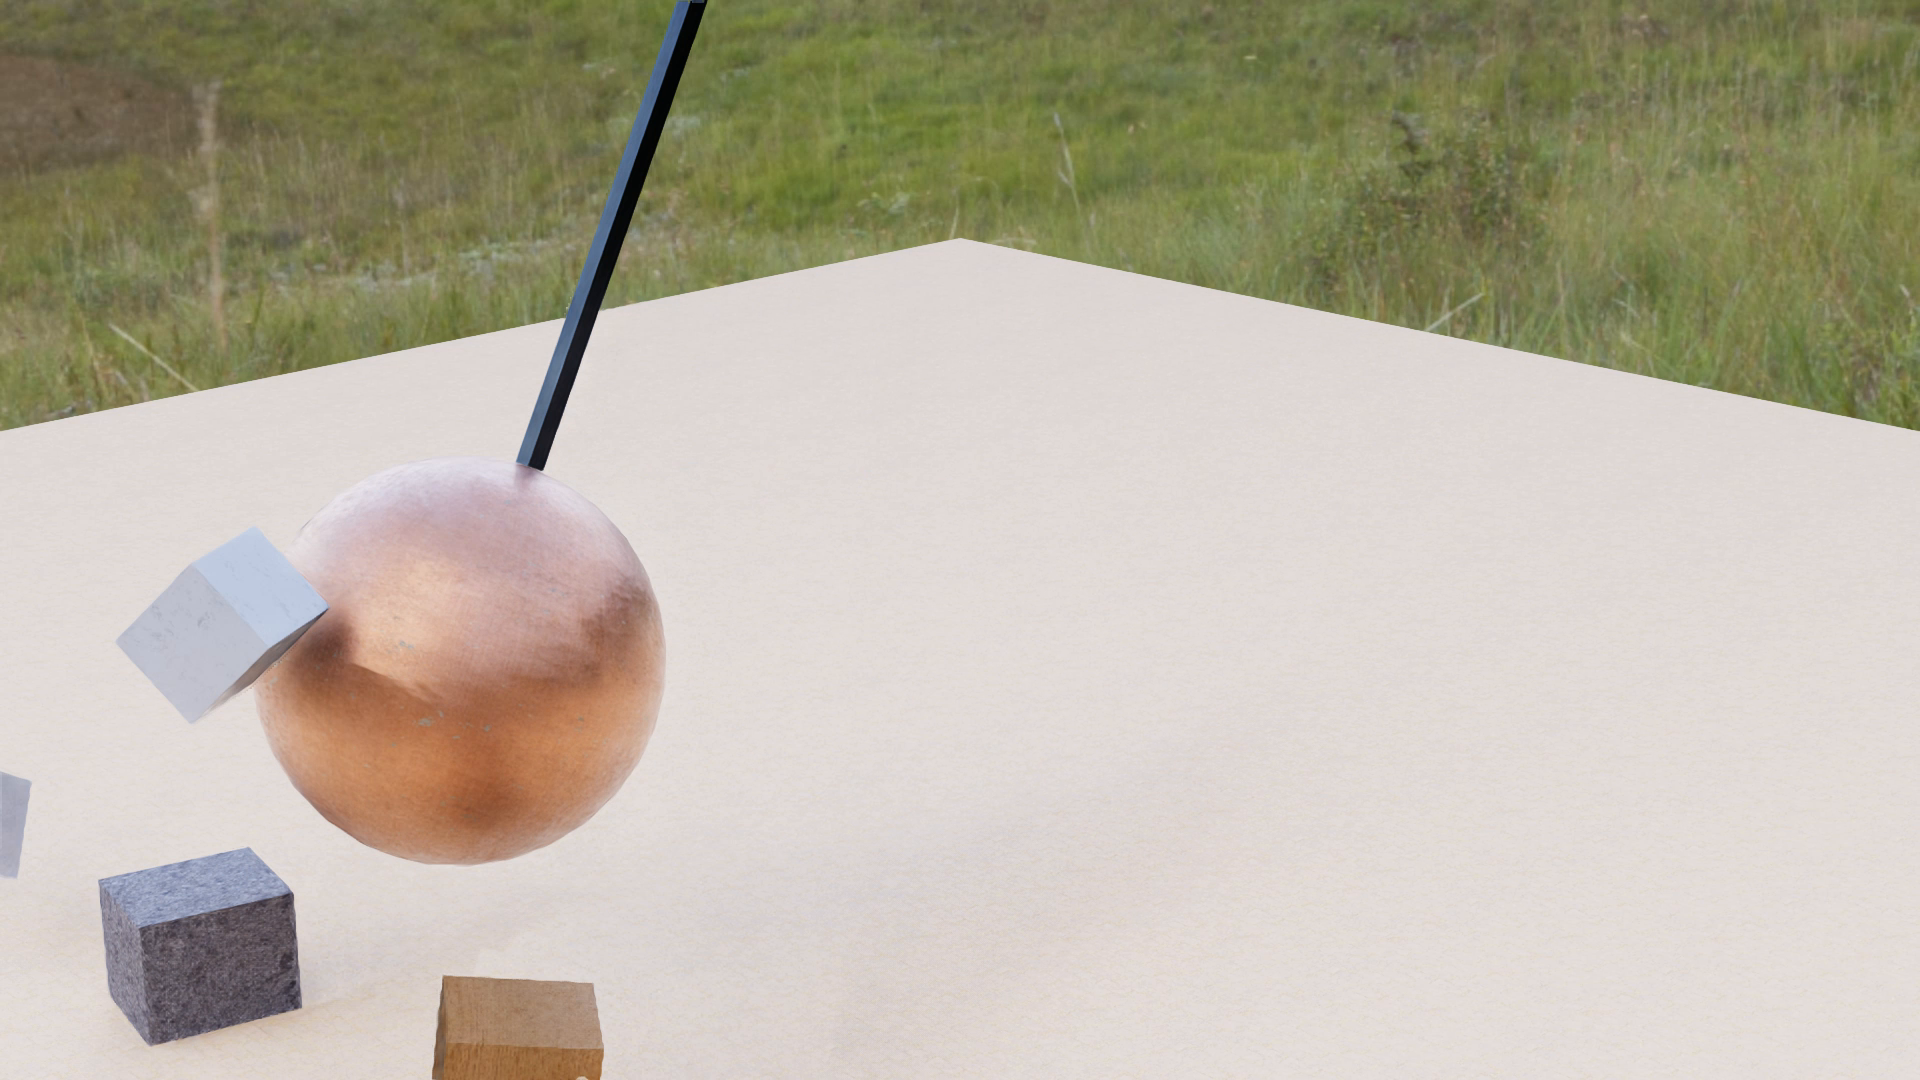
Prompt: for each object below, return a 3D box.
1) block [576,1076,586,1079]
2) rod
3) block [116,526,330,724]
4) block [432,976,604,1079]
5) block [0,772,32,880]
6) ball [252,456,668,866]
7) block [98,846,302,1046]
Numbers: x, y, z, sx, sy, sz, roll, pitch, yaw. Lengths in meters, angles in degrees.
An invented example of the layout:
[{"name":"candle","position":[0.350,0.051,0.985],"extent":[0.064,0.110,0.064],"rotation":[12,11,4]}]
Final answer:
[{"name":"block","position":[-1.242,2.279,9.561],"extent":[0.547,0.646,0.627],"rotation":[-39,18,17]},{"name":"rod","position":[-0.844,-2.742,11.595],"extent":[0.080,5.200,0.080],"rotation":[17,-3,42]},{"name":"block","position":[-2.654,0.303,10.566],"extent":[0.470,0.403,0.454],"rotation":[-41,2,23]},{"name":"block","position":[-1.652,2.010,10.849],"extent":[0.563,0.583,0.555],"rotation":[5,16,-13]},{"name":"block","position":[-4.330,1.208,12.608],"extent":[0.435,0.430,0.415],"rotation":[0,-15,16]},{"name":"ball","position":[-1.948,0.470,11.448],"extent":[1.600,1.600,1.600],"rotation":[0,17,0]},{"name":"block","position":[-3.146,1.674,12.143],"extent":[0.642,0.524,0.551],"rotation":[-11,20,-30]}]
